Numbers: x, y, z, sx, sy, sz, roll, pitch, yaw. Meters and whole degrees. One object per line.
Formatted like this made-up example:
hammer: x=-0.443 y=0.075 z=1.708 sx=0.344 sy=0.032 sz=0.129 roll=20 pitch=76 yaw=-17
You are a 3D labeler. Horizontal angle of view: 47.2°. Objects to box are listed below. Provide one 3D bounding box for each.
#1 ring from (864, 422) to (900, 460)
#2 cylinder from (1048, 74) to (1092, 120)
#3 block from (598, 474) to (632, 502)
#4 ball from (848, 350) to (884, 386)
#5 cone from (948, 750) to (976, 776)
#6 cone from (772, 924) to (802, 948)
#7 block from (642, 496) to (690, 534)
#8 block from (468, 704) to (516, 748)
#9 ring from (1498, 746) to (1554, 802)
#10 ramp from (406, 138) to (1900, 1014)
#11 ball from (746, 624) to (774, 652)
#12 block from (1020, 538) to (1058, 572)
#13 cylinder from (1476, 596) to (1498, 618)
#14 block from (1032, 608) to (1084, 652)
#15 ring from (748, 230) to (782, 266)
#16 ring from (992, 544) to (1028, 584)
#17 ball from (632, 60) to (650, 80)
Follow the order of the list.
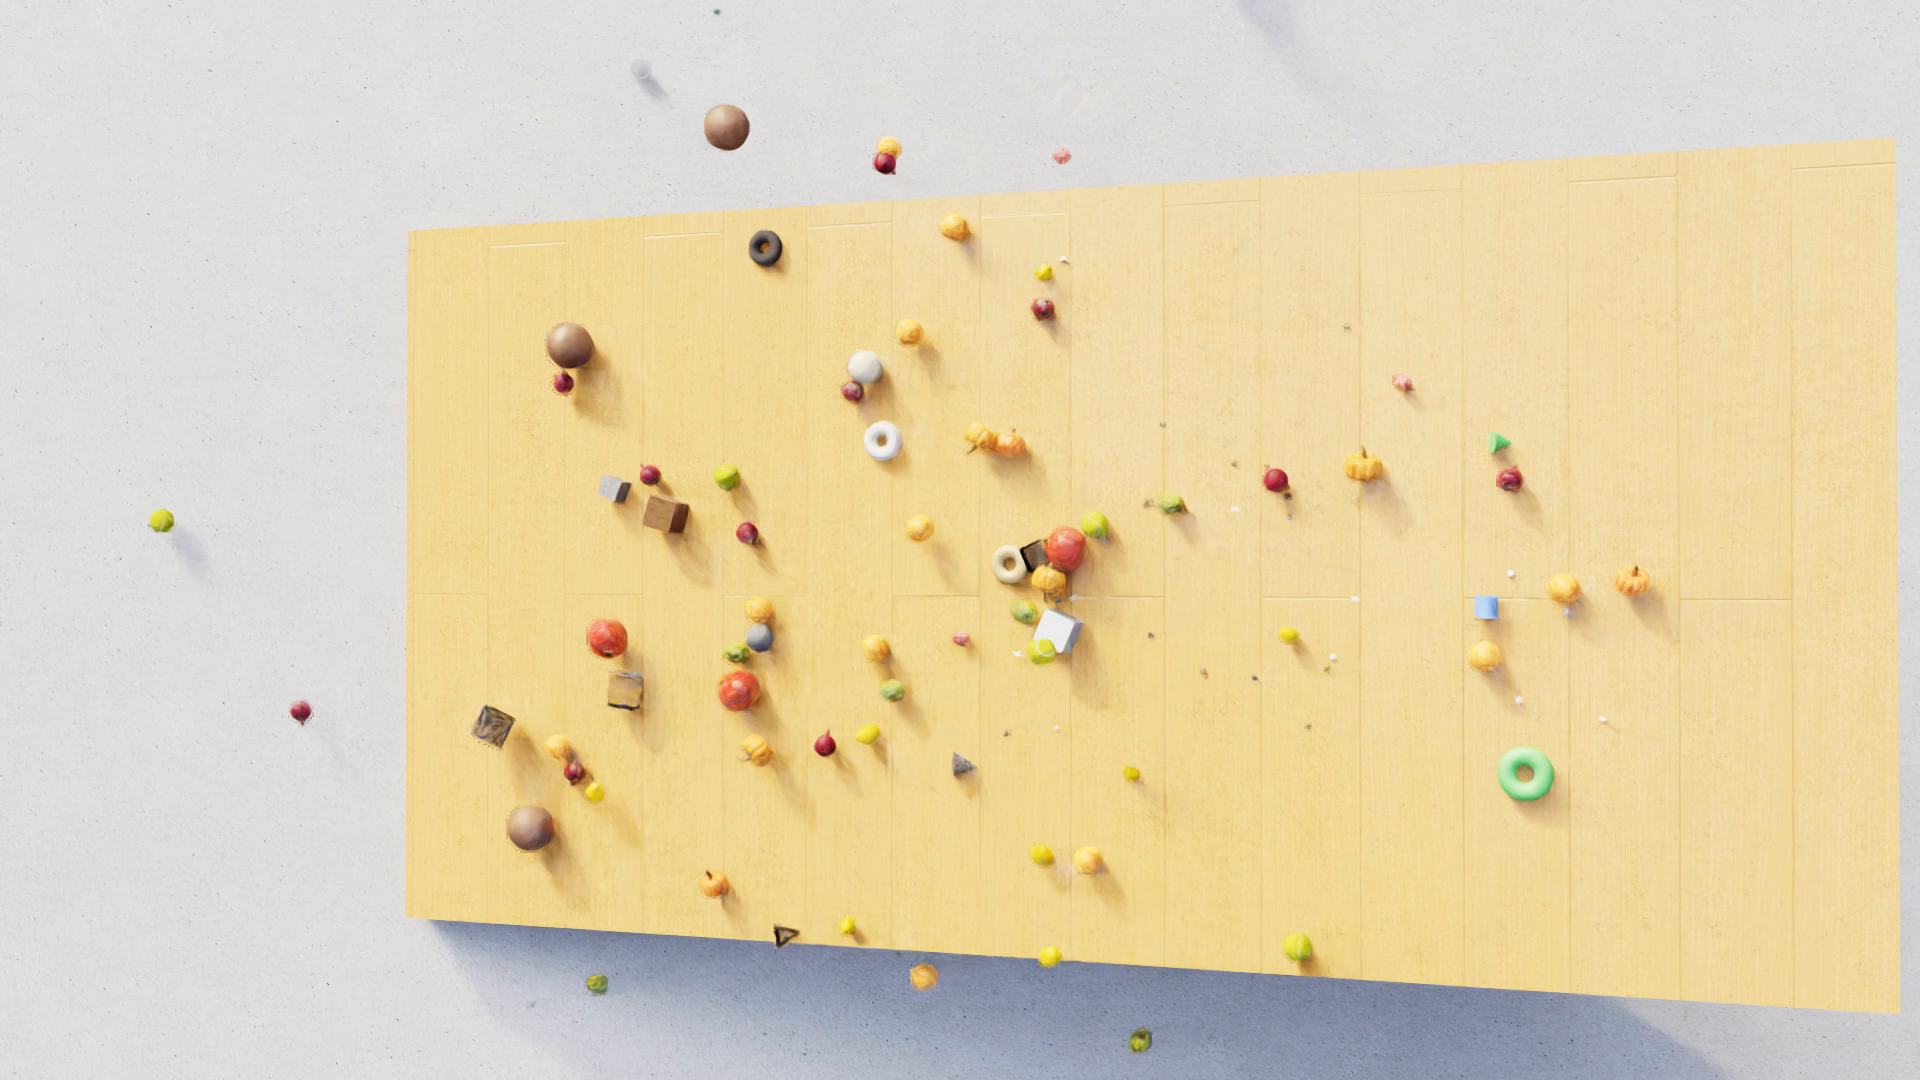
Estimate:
ring: x=-0.206 y=-0.264 z=5.870 sx=0.106 sy=0.035 sz=0.106 roll=0 pitch=89 yaw=21
cylinder: x=0.296 y=-1.197 z=5.940 sx=0.086 sy=0.086 sz=0.086 roll=40 pitch=99 yaw=0
block: x=-0.965 y=-0.144 z=6.137 sx=0.059 sy=0.059 sz=0.059 roll=23 pitch=97 yaw=19
ball: x=-0.250 y=-0.459 z=5.856 sx=0.093 sy=0.093 sz=0.093 roll=0 pitch=89 yaw=0
cone: x=0.016 y=0.594 z=5.779 sx=0.067 sy=0.067 sz=0.067 roll=18 pitch=89 yaw=-22
cone: x=-0.465 y=1.065 z=5.950 sx=0.072 sy=0.072 sz=0.072 roll=-11 pitch=89 yaw=-7
block: x=-0.810 y=-0.070 z=6.065 sx=0.085 sy=0.085 sz=0.085 roll=17 pitch=95 yaw=20
block: x=-1.319 y=0.524 z=6.195 sx=0.094 sy=0.094 sz=0.094 roll=28 pitch=79 yaw=-13
ring: x=1.356 y=0.561 z=5.276 sx=0.133 sy=0.044 sz=0.133 roll=0 pitch=90 yaw=20
ramp: x=0.281 y=0.089 z=5.757 sx=4.000 sy=0.100 sz=2.000 roll=0 pitch=89 yaw=20
ball: x=-0.544 y=0.266 z=5.967 sx=0.076 sy=0.076 sz=0.076 roll=0 pitch=89 yaw=0
block: x=0.202 y=0.040 z=5.700 sx=0.064 sy=0.064 sz=0.064 roll=-27 pitch=80 yaw=18
cylinder: x=1.272 y=0.161 z=5.307 sx=0.053 sy=0.053 sz=0.053 roll=0 pitch=89 yaw=0
block: x=0.254 y=0.233 z=5.666 sx=0.085 sy=0.085 sz=0.085 roll=25 pitch=98 yaw=19
ring: x=-0.531 y=-0.796 z=5.999 sx=0.100 sy=0.033 sz=0.100 roll=0 pitch=89 yaw=19
ring: x=0.131 y=0.063 z=5.741 sx=0.104 sy=0.035 sz=0.104 roll=0 pitch=90 yaw=20
ball: x=-0.942 y=-1.388 z=6.490 sx=0.056 sy=0.056 sz=0.056 roll=0 pitch=89 yaw=0
